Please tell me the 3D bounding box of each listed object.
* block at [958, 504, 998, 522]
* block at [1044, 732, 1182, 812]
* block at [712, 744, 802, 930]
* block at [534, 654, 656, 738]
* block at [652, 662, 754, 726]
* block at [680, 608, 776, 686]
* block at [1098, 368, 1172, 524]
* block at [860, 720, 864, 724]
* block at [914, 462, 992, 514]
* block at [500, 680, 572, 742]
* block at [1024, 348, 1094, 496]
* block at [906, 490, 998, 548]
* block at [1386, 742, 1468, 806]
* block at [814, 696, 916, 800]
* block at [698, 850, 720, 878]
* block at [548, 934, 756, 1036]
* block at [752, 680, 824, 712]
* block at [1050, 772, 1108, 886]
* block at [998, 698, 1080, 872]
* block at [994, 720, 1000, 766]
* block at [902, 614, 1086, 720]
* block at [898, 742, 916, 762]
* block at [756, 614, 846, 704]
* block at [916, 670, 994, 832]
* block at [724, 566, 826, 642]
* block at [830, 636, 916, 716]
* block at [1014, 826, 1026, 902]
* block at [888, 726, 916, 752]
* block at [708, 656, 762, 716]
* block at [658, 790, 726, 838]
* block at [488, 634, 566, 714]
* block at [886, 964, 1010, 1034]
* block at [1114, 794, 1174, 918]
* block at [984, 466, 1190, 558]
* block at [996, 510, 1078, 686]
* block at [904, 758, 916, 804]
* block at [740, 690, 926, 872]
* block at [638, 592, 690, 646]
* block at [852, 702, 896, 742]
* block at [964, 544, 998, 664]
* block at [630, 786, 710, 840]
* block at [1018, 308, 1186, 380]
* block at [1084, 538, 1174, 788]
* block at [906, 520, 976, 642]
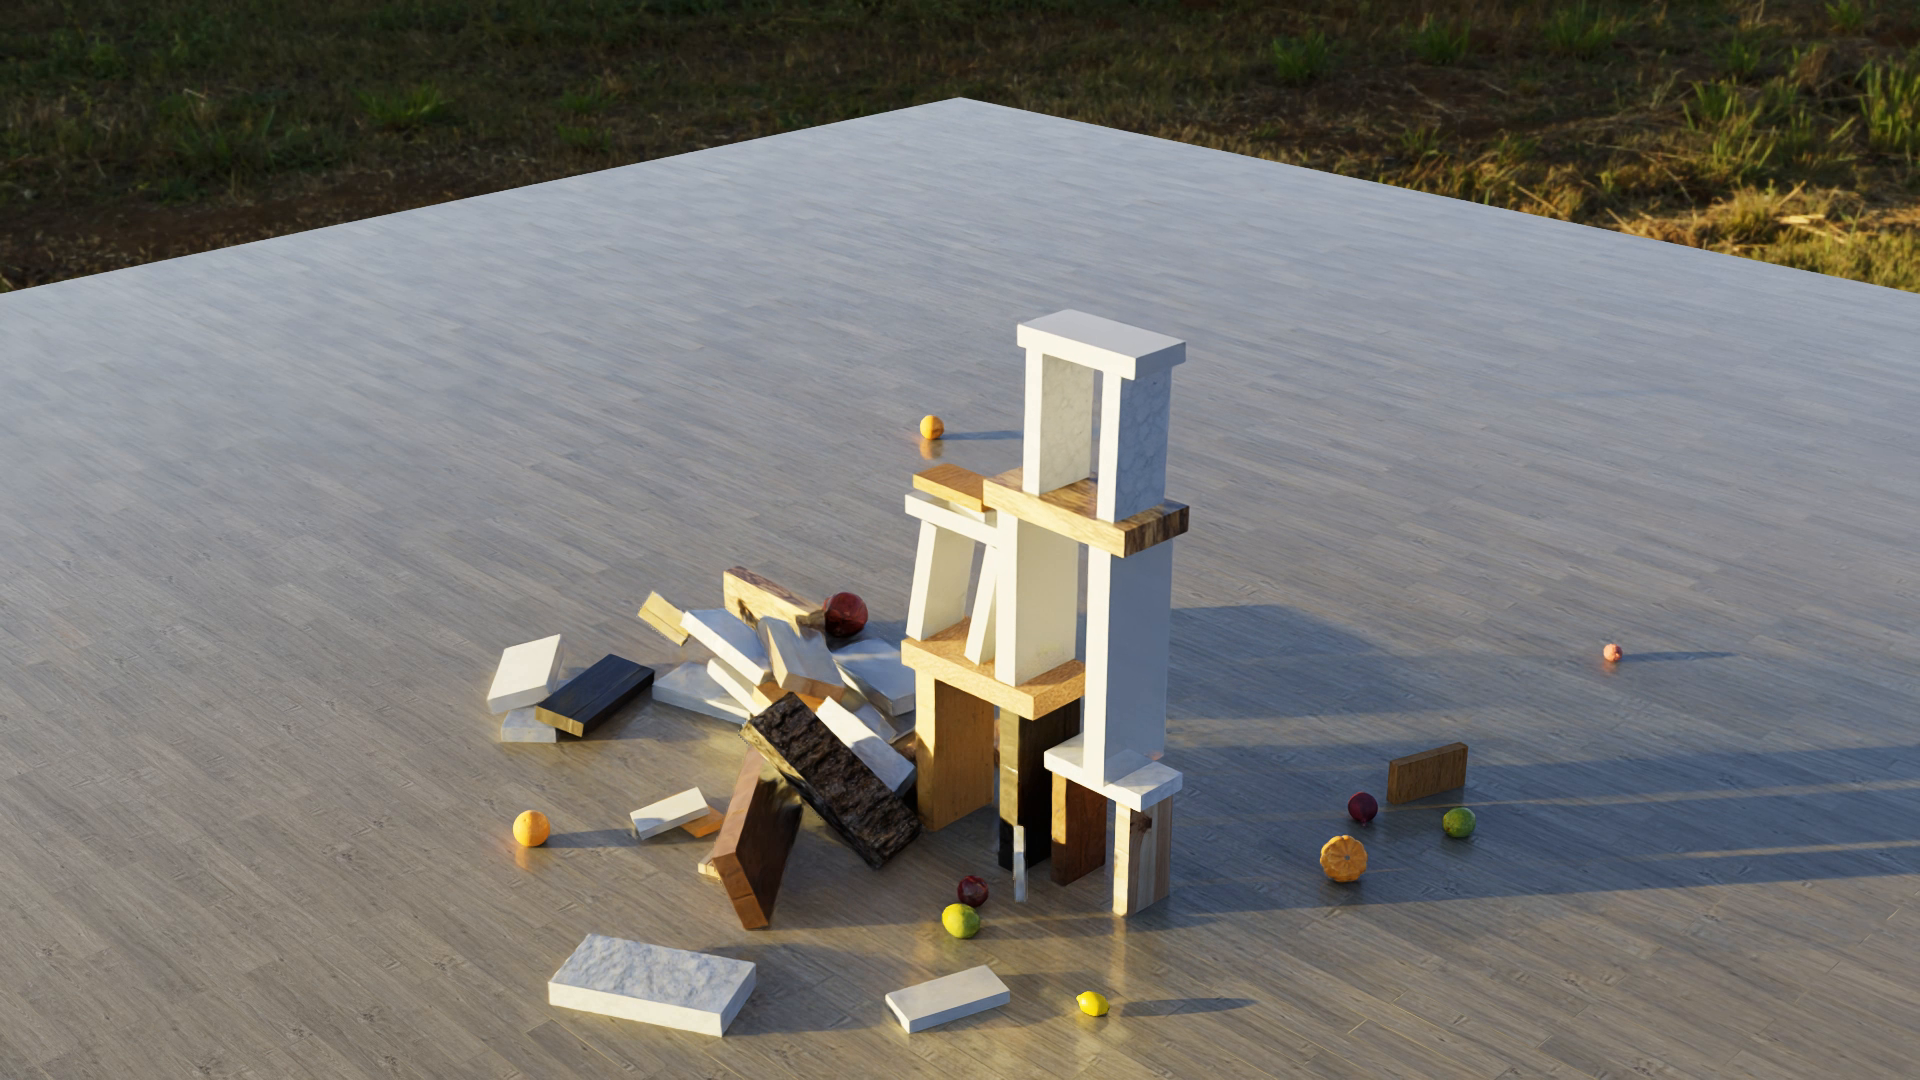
[{"bbox_3d":[0.041,-0.069,4.132,0.065,0.018,0.130,-12,26,-27],"label":"block"},{"bbox_3d":[0.285,0.429,4.098,0.238,0.034,0.119,21,31,41],"label":"block"},{"bbox_3d":[-0.386,0.551,4.248,0.046,0.162,0.478,-18,20,11],"label":"block"},{"bbox_3d":[-0.804,0.341,4.862,0.117,0.033,0.321,19,24,15],"label":"block"},{"bbox_3d":[-0.539,0.343,4.905,0.266,0.038,0.133,13,26,27],"label":"block"},{"bbox_3d":[-0.483,0.235,4.863,0.260,0.037,0.130,34,20,30],"label":"block"},{"bbox_3d":[0.303,-0.176,3.814,0.135,0.269,0.038,-21,32,-40],"label":"block"},{"bbox_3d":[-0.207,0.430,4.634,0.013,0.092,0.046,-18,8,39],"label":"block"},{"bbox_3d":[0.007,-0.099,4.146,0.090,0.026,0.181,-21,31,-40],"label":"block"},{"bbox_3d":[-0.924,0.374,4.836,0.117,0.033,0.234,1,23,2],"label":"block"},{"bbox_3d":[0.177,-0.226,3.932,0.135,0.269,0.038,-21,32,-40],"label":"block"},{"bbox_3d":[0.033,-0.051,4.160,0.257,0.036,0.128,21,31,40],"label":"block"},{"bbox_3d":[0.960,0.479,4.516,0.181,0.090,0.026,-11,26,-25],"label":"block"},{"bbox_3d":[-0.215,0.447,4.479,0.266,0.038,0.133,35,83,33],"label":"block"},{"bbox_3d":[-0.443,0.613,4.290,0.072,0.020,0.144,9,25,21],"label":"block"},{"bbox_3d":[-0.538,0.780,3.865,0.323,0.046,0.162,7,24,16],"label":"block"},{"bbox_3d":[-0.317,0.385,4.715,0.130,0.037,0.260,-13,40,-39],"label":"block"},{"bbox_3d":[0.228,0.532,4.202,0.119,0.238,0.034,-21,31,-41],"label":"block"},{"bbox_3d":[0.153,0.455,4.245,0.049,0.347,0.173,21,31,41],"label":"block"},{"bbox_3d":[0.130,0.446,4.666,0.117,0.033,0.234,-14,27,-30],"label":"block"},{"bbox_3d":[0.071,0.242,4.241,0.347,0.049,0.173,21,31,40],"label":"block"},{"bbox_3d":[-0.111,0.446,4.530,0.091,0.026,0.183,-22,-10,-42],"label":"block"},{"bbox_3d":[-0.351,0.260,4.832,0.142,0.040,0.283,17,18,-23],"label":"block"},{"bbox_3d":[-0.008,0.392,4.393,0.049,0.346,0.173,21,30,39],"label":"block"},{"bbox_3d":[-0.432,0.187,5.113,0.046,0.162,0.323,-19,30,-38],"label":"block"},{"bbox_3d":[-0.169,0.306,4.955,0.142,0.040,0.283,-16,28,-31],"label":"block"},{"bbox_3d":[0.111,0.605,4.103,0.018,0.130,0.065,-1,36,2],"label":"block"},{"bbox_3d":[-0.117,0.420,4.586,0.183,0.026,0.091,-34,-1,32],"label":"block"},{"bbox_3d":[-0.425,0.330,4.835,0.130,0.037,0.260,-15,41,-41],"label":"block"},{"bbox_3d":[-0.541,0.552,4.434,0.072,0.020,0.144,-19,30,-38],"label":"block"},{"bbox_3d":[-0.966,0.298,4.914,0.133,0.038,0.266,-15,22,3],"label":"block"},{"bbox_3d":[-0.021,0.801,3.841,0.197,0.026,0.090,-12,26,-25],"label":"block"},{"bbox_3d":[0.342,0.575,4.102,0.119,0.238,0.034,-20,30,-39],"label":"block"},{"bbox_3d":[0.224,-0.063,3.955,0.171,0.049,0.343,-21,31,-40],"label":"block"},{"bbox_3d":[0.145,0.086,4.106,0.049,0.343,0.171,21,31,40],"label":"block"},{"bbox_3d":[-0.055,0.449,4.470,0.091,0.183,0.026,-22,50,-42],"label":"block"},{"bbox_3d":[-0.249,0.471,4.322,0.382,0.040,0.142,44,41,10],"label":"block"},{"bbox_3d":[-0.679,0.184,5.115,0.130,0.065,0.018,34,2,15],"label":"block"},{"bbox_3d":[-0.182,0.392,4.684,0.092,0.013,0.046,45,59,10],"label":"block"},{"bbox_3d":[0.086,0.104,4.171,0.036,0.256,0.128,33,38,32],"label":"block"},{"bbox_3d":[-0.580,0.547,4.400,0.144,0.020,0.072,-20,32,-14],"label":"block"},{"bbox_3d":[0.244,-0.341,3.809,0.269,0.038,0.135,21,31,40],"label":"block"},{"bbox_3d":[0.304,0.206,3.982,0.171,0.467,0.049,-21,31,-41],"label":"block"},{"bbox_3d":[-0.033,0.061,4.272,0.036,0.257,0.128,29,35,32],"label":"block"}]
